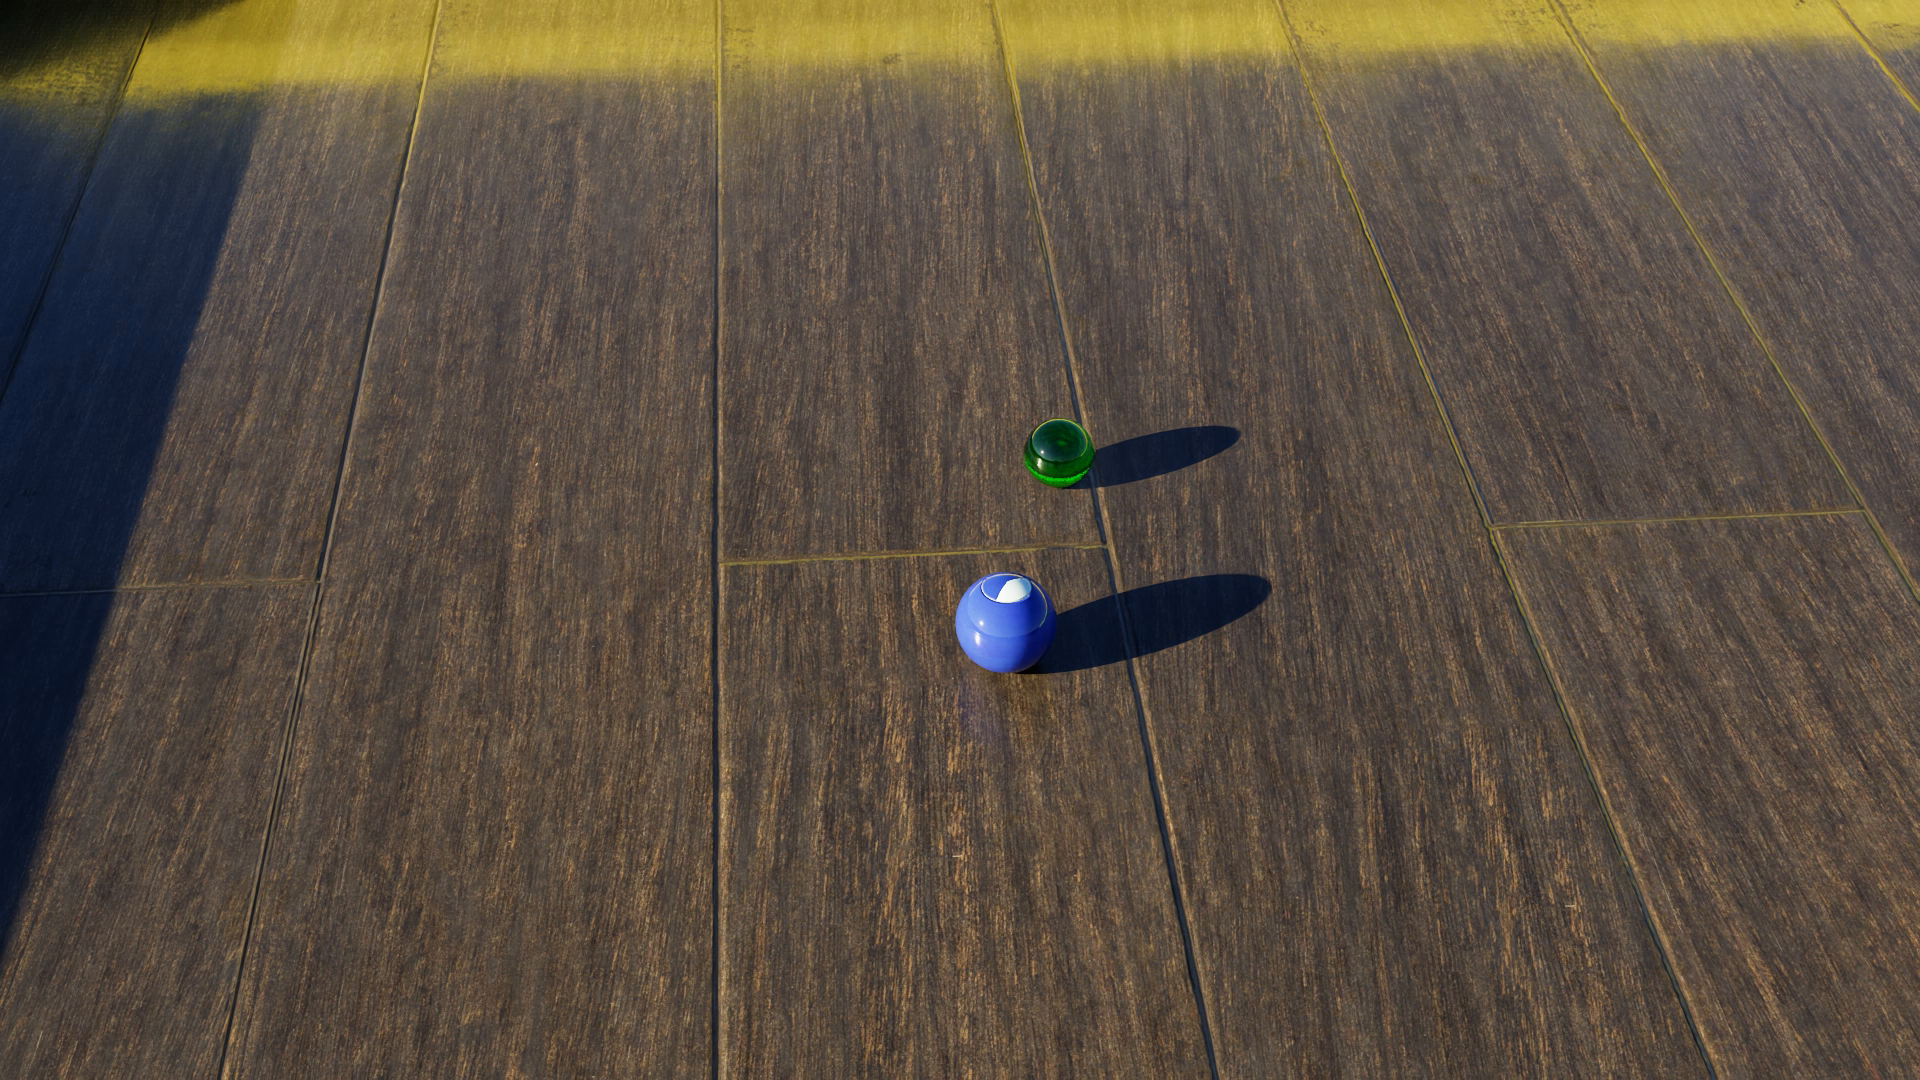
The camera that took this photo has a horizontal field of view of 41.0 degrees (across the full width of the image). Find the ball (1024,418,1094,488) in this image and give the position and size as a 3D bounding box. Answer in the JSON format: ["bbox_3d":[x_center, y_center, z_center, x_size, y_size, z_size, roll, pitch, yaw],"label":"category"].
[{"bbox_3d":[0.065,-0.058,1.693,0.046,0.046,0.046,0,37,0],"label":"ball"}]

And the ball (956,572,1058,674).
[{"bbox_3d":[0.028,0.049,1.535,0.061,0.061,0.061,0,37,0],"label":"ball"}]
